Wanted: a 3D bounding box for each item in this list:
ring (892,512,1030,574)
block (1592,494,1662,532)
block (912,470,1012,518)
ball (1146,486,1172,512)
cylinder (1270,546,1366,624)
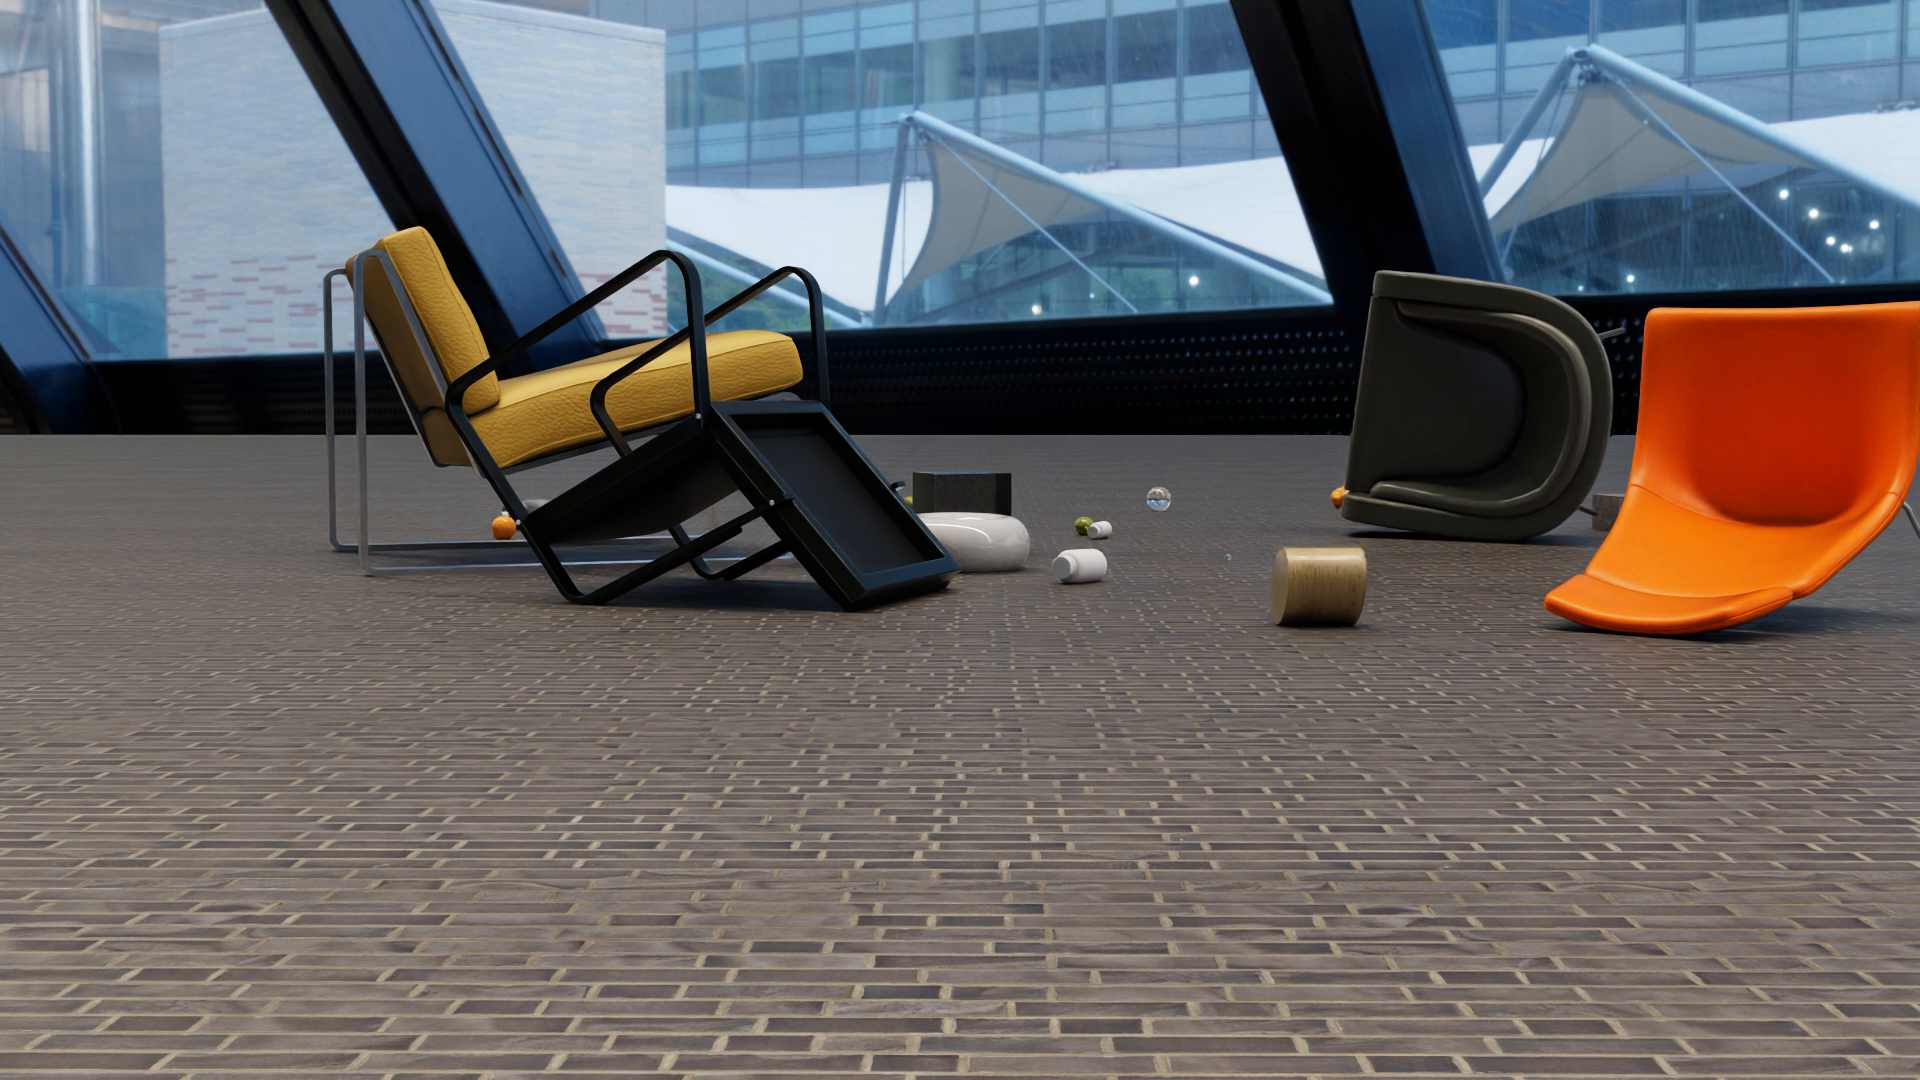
[{"bbox_3d":[0.002,0.007,5.477,0.348,0.135,0.345,2,5,17],"label":"ring"},{"bbox_3d":[2.115,-0.086,6.978,0.150,0.112,0.153,-1,4,-15],"label":"block"},{"bbox_3d":[0.005,-0.074,6.015,0.218,0.220,0.180,-2,4,-22],"label":"block"},{"bbox_3d":[0.731,-0.151,8.083,0.092,0.092,0.092,0,4,0],"label":"ball"},{"bbox_3d":[0.680,0.087,4.179,0.148,0.128,0.180,0,-36,-4],"label":"cylinder"}]
